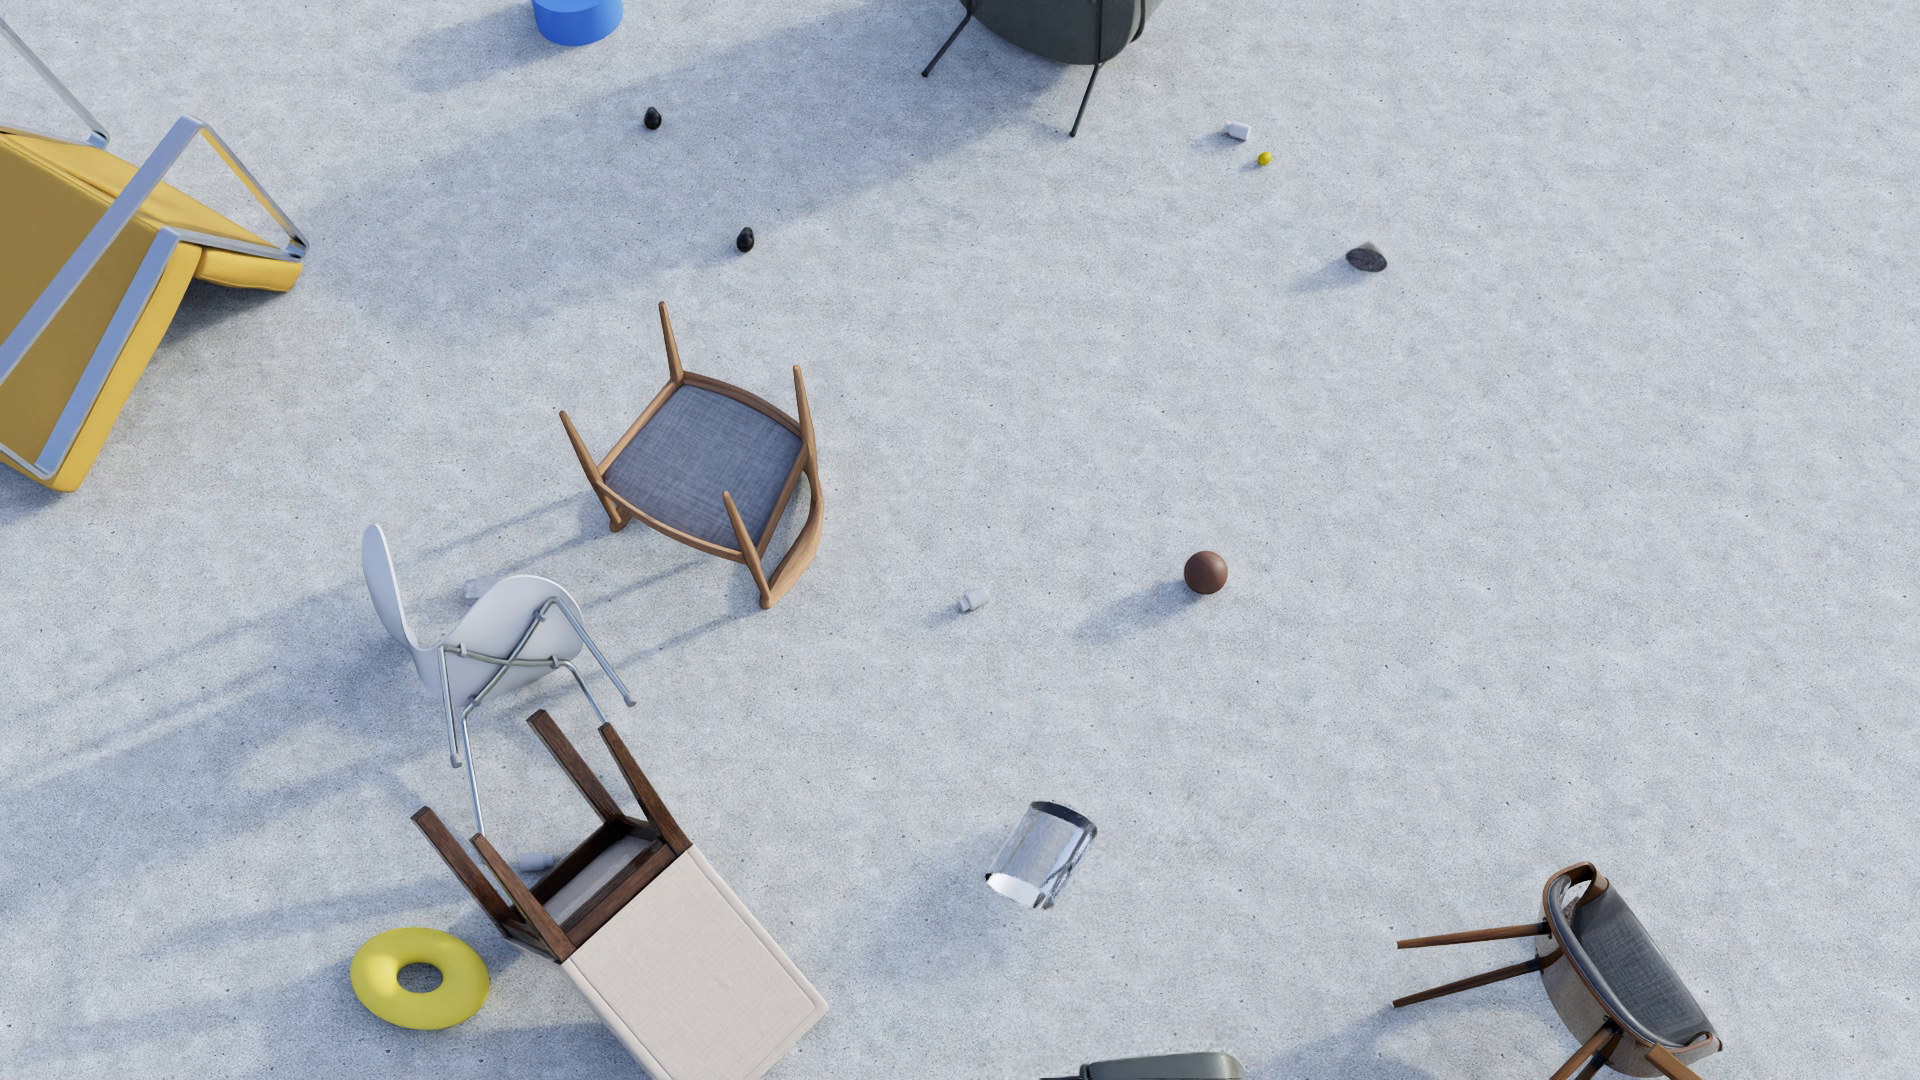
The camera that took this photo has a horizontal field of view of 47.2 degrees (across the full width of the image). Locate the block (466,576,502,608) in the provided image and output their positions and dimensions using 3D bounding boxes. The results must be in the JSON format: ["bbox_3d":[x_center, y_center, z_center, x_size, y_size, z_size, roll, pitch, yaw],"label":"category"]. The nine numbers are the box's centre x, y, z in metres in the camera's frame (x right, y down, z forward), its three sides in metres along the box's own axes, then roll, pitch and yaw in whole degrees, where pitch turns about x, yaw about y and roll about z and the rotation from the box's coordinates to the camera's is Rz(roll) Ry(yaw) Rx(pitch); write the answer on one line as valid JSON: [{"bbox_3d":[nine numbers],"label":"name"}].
[{"bbox_3d":[-1.396,0.152,6.443,0.094,0.048,0.066,-5,56,-4],"label":"block"}]

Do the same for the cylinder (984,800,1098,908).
[{"bbox_3d":[0.219,0.845,5.915,0.223,0.135,0.248,12,53,36],"label":"cylinder"}]

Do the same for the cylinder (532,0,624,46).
[{"bbox_3d":[-1.352,-1.910,7.761,0.298,0.157,0.318,35,63,21],"label":"cylinder"}]

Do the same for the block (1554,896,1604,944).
[{"bbox_3d":[1.651,1.014,5.868,0.083,0.041,0.091,-38,64,-22],"label":"block"}]

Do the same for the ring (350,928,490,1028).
[{"bbox_3d":[-1.412,1.145,5.751,0.379,0.092,0.271,14,56,10],"label":"ring"}]

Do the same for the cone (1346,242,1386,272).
[{"bbox_3d":[1.332,-0.946,7.185,0.135,0.081,0.127,17,39,2],"label":"cone"}]
